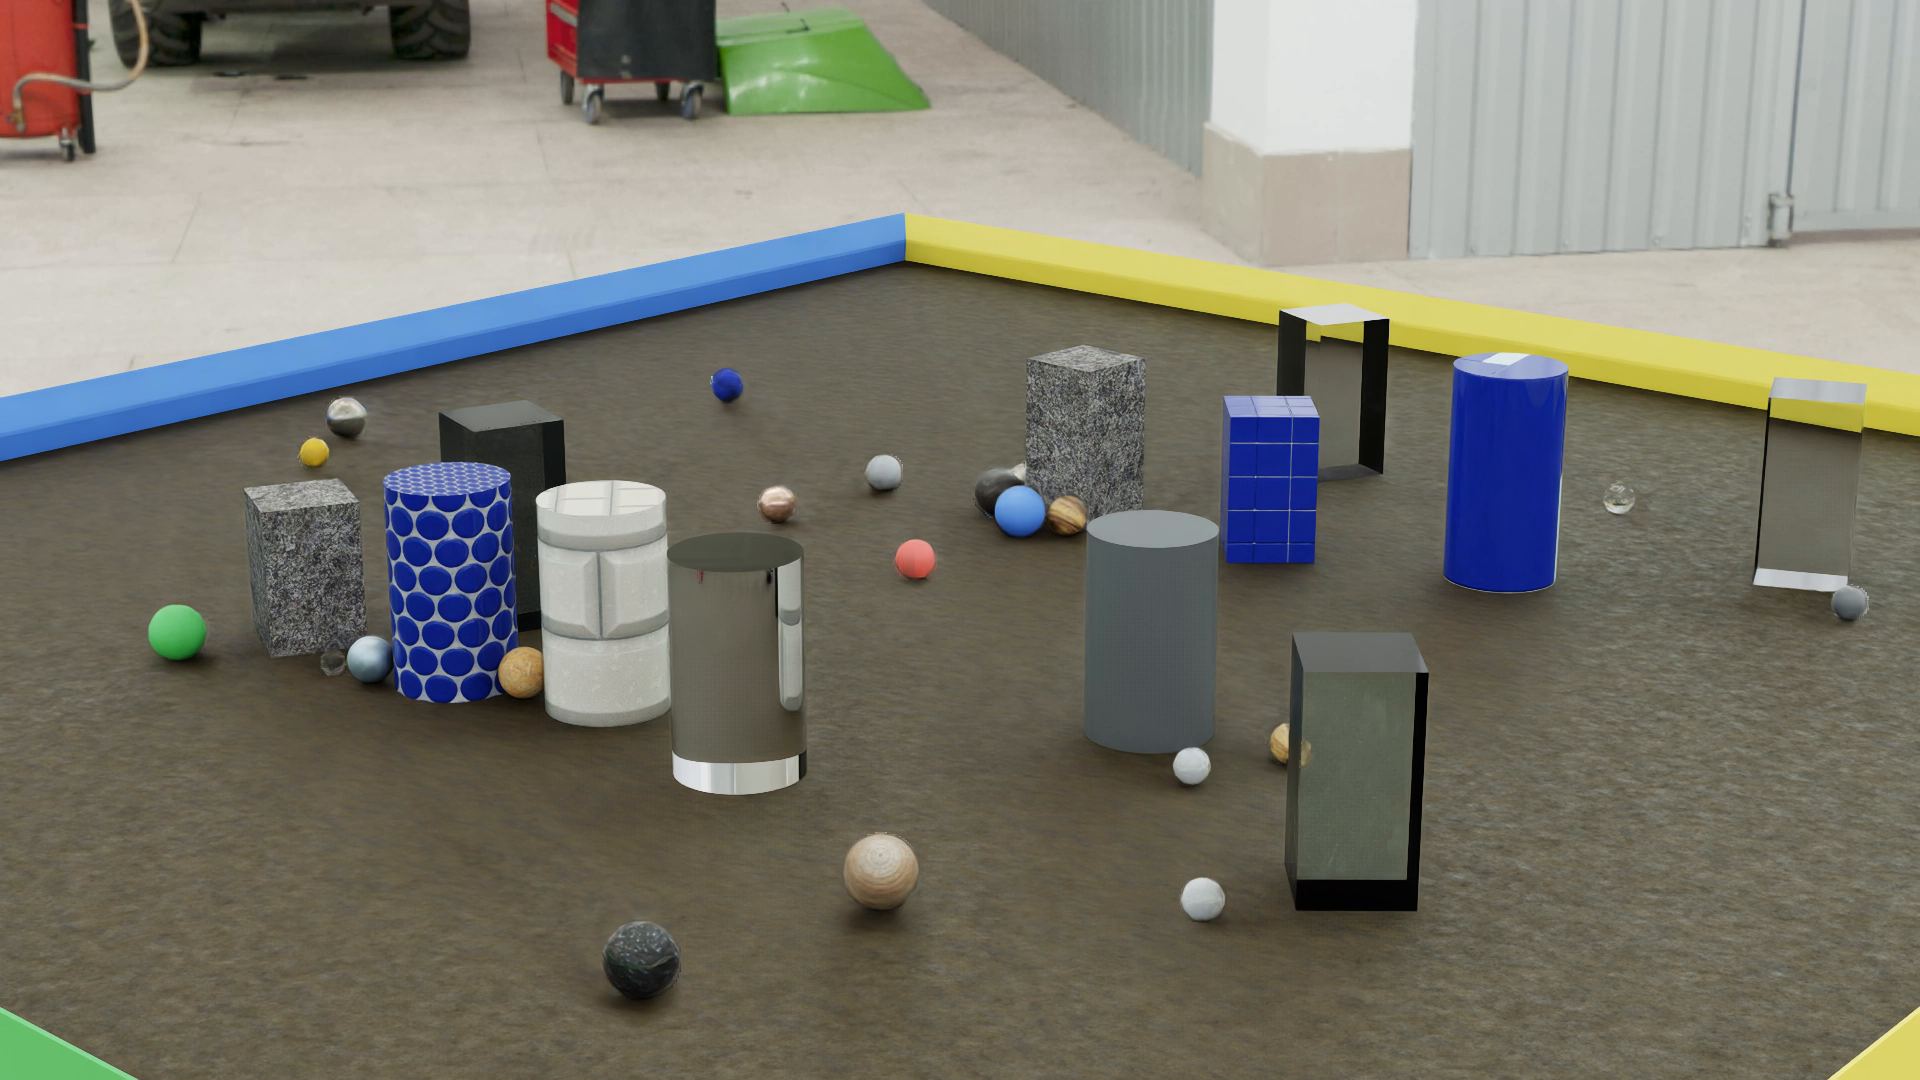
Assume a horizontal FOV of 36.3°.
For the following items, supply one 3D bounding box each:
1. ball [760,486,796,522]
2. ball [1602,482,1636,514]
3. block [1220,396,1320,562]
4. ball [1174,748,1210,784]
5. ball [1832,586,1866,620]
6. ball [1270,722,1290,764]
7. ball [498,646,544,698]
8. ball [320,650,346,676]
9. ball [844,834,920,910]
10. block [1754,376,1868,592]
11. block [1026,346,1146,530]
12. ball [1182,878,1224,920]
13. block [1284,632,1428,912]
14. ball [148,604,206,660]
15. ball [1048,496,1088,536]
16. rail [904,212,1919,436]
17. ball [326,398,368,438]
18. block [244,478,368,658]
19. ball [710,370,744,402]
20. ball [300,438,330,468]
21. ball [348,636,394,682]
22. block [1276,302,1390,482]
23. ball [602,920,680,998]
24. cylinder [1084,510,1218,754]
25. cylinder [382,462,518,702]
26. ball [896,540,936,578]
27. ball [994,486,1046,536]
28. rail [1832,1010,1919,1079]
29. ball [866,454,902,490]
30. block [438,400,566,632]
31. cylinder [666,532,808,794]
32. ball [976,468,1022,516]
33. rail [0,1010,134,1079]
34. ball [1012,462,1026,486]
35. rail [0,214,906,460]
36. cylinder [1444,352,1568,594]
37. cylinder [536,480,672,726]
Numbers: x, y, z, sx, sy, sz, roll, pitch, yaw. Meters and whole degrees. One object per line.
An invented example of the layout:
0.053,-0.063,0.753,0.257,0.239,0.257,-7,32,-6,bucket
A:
-0.345,-0.069,5.561,0.069,0.069,0.069,0,17,0,ball
1.262,-0.080,5.615,0.061,0.061,0.061,0,17,0,ball
0.564,-0.112,5.355,0.159,0.272,0.159,0,17,0,block
0.338,0.329,4.268,0.054,0.054,0.054,0,17,0,ball
1.515,0.108,4.997,0.058,0.058,0.058,0,17,0,ball
0.490,0.301,4.346,0.062,0.062,0.062,0,17,0,ball
-0.686,0.209,4.618,0.082,0.082,0.082,0,17,0,ball
-1.010,0.198,4.725,0.042,0.042,0.042,0,17,0,ball
-0.103,0.435,3.839,0.099,0.099,0.099,0,17,0,ball
1.505,-0.099,5.191,0.159,0.341,0.159,6,18,18,block
0.238,-0.196,5.572,0.159,0.307,0.159,16,23,43,block
0.316,0.466,3.808,0.056,0.056,0.056,0,17,0,ball
0.520,0.304,3.869,0.159,0.331,0.159,0,17,1,block
-1.279,0.151,4.793,0.092,0.092,0.092,0,17,0,ball
0.202,-0.046,5.479,0.075,0.075,0.075,0,17,0,ball
1.393,-0.430,6.656,4.128,0.129,0.045,14,22,39,rail
-1.289,-0.257,6.159,0.085,0.085,0.085,0,17,0,ball
-1.088,0.045,4.875,0.159,0.248,0.159,-7,18,-22,block
-0.513,-0.340,6.462,0.073,0.073,0.073,0,17,0,ball
-1.308,-0.177,5.941,0.058,0.058,0.058,0,17,0,ball
-0.942,0.191,4.690,0.075,0.075,0.075,0,17,0,ball
0.745,-0.297,5.884,0.159,0.320,0.159,-8,18,-24,block
-0.390,0.513,3.588,0.094,0.094,0.094,0,17,0,ball
0.289,0.137,4.440,0.199,0.322,0.199,0,17,0,cylinder
-0.805,0.065,4.651,0.199,0.338,0.199,0,17,0,cylinder
-0.080,0.034,5.220,0.070,0.070,0.070,0,17,0,ball
0.112,-0.054,5.469,0.095,0.095,0.095,0,17,0,ball
1.541,0.418,3.839,0.045,0.129,4.296,14,22,39,rail
-0.151,-0.133,5.772,0.071,0.071,0.071,0,17,0,ball
-0.769,-0.037,4.959,0.159,0.357,0.159,-10,19,-29,block
-0.324,0.178,4.280,0.199,0.336,0.199,0,17,0,cylinder
0.075,-0.092,5.598,0.092,0.092,0.092,0,17,0,ball
-1.393,0.495,3.584,4.128,0.129,0.045,14,22,39,rail
0.131,-0.108,5.668,0.084,0.084,0.084,0,17,0,ball
-1.541,-0.353,6.400,0.045,0.129,4.296,14,22,39,rail
0.964,-0.120,5.183,0.199,0.386,0.199,0,17,0,cylinder
-0.551,0.097,4.547,0.199,0.338,0.199,0,17,0,cylinder
